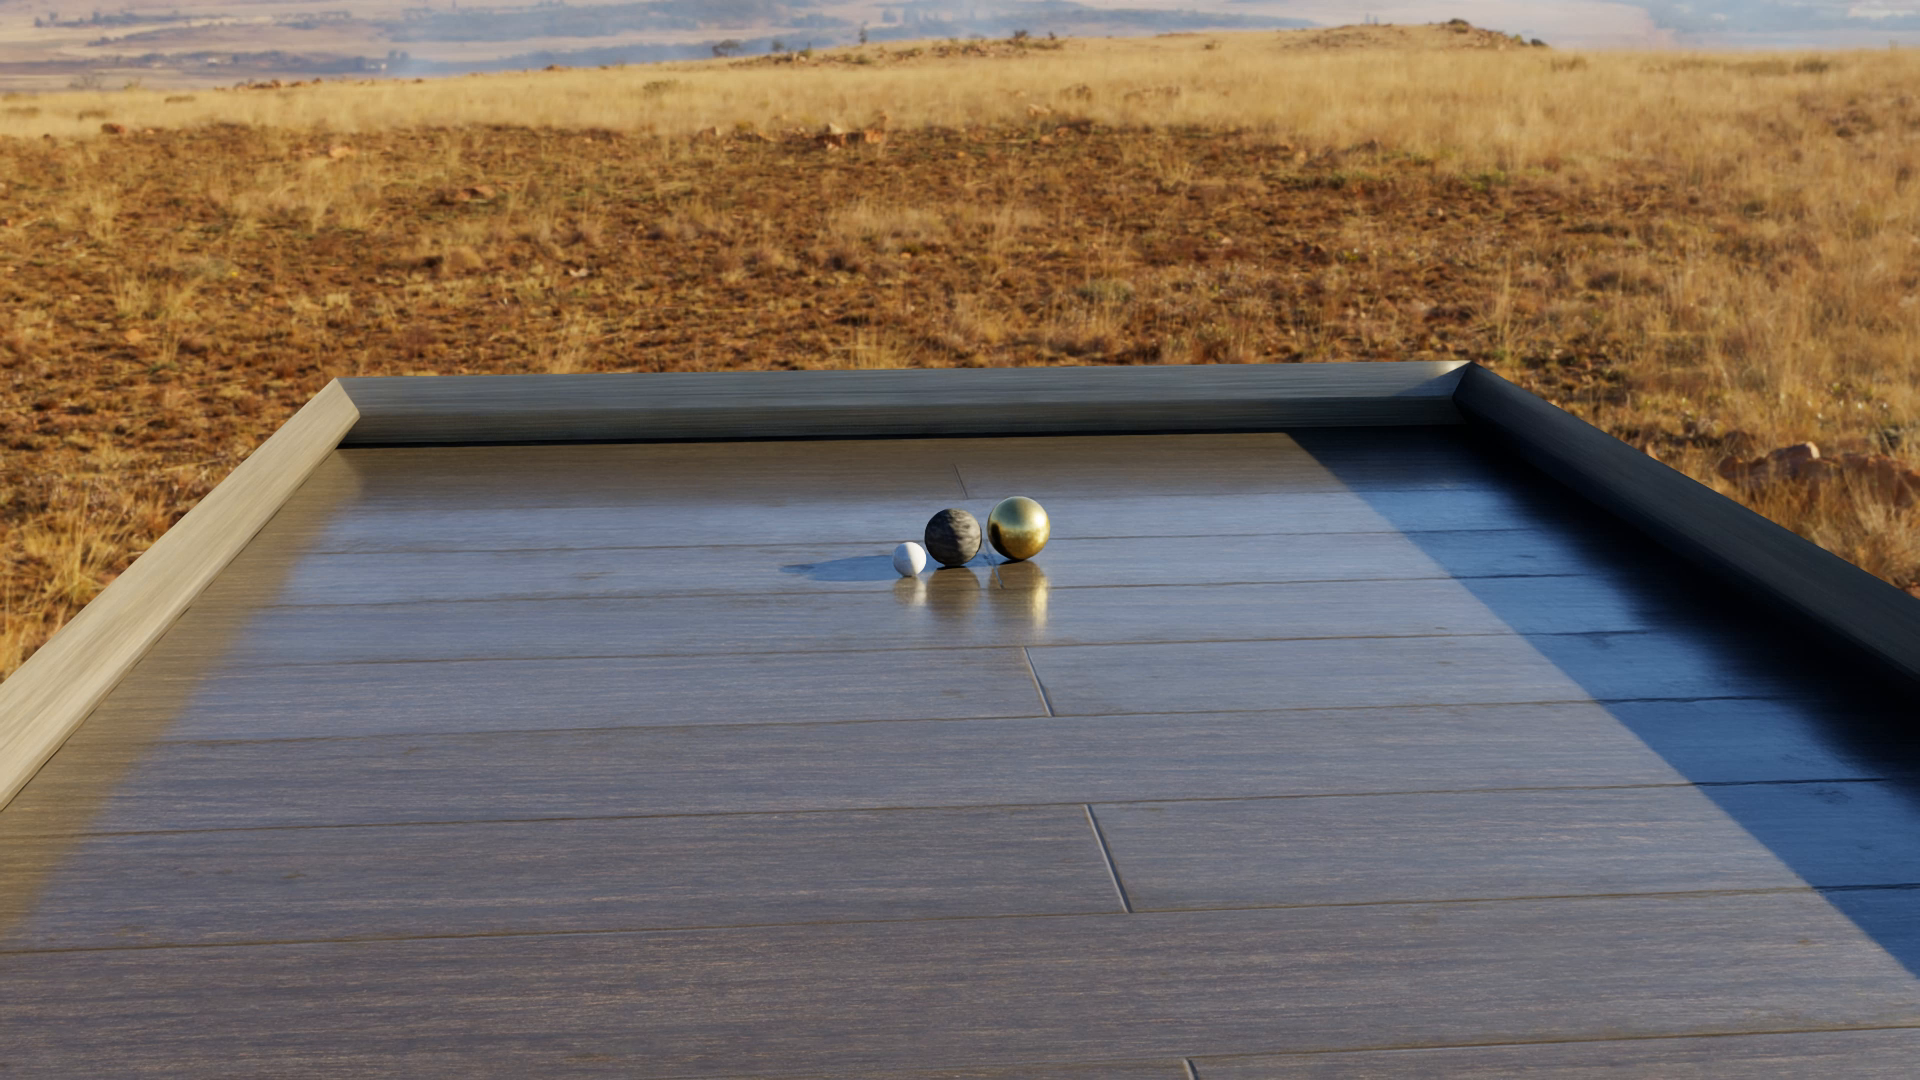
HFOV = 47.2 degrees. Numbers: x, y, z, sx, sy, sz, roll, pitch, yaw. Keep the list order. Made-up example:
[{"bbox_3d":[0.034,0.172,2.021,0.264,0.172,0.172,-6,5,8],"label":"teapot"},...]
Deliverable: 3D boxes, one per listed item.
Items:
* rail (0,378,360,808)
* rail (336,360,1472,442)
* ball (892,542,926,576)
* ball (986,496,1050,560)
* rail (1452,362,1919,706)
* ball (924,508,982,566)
[{"bbox_3d":[-0.856,0.212,1.945,0.045,0.109,3.494,-1,14,-5],"label":"rail"},{"bbox_3d":[-0.073,-0.229,3.688,1.916,0.109,0.045,-1,14,-5],"label":"rail"},{"bbox_3d":[-0.065,0.025,2.824,0.044,0.044,0.044,0,14,0],"label":"ball"},{"bbox_3d":[0.077,-0.016,2.901,0.084,0.084,0.084,0,14,0],"label":"ball"},{"bbox_3d":[1.006,0.173,2.101,0.045,0.109,3.494,-1,14,-5],"label":"rail"},{"bbox_3d":[-0.009,-0.004,2.871,0.076,0.076,0.076,0,14,0],"label":"ball"}]
